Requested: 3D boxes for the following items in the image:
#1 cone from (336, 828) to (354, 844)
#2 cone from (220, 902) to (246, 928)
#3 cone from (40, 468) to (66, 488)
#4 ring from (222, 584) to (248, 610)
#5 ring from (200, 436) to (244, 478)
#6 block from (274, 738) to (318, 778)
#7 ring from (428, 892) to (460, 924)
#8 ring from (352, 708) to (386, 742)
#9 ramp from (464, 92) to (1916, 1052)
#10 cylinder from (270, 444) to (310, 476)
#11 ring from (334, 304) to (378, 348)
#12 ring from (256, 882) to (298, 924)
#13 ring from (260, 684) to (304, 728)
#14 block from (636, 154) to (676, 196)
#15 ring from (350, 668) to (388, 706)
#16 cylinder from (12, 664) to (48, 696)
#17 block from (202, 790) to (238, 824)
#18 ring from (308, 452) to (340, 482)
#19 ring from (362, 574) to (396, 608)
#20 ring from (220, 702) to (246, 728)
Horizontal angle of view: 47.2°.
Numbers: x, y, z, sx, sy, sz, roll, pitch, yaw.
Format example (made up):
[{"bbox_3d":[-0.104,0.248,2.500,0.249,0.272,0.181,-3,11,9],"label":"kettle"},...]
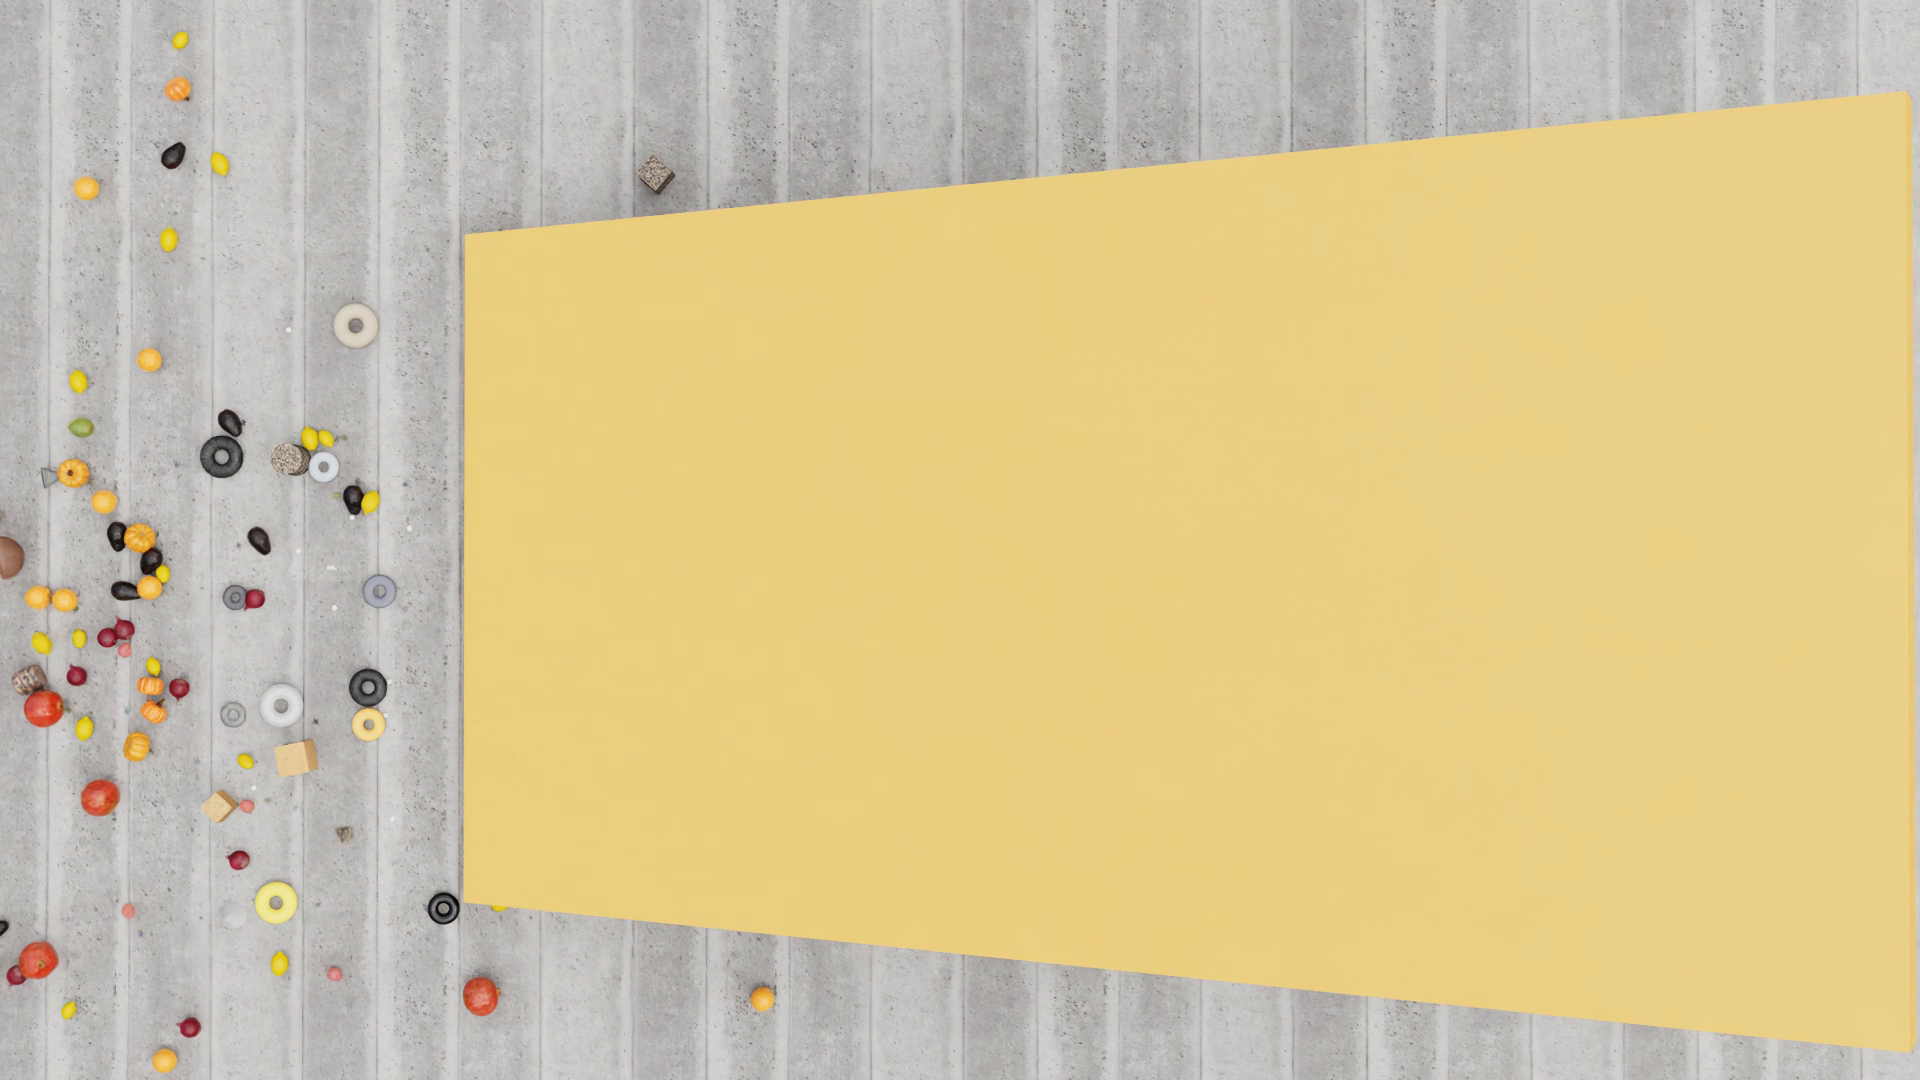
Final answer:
[{"bbox_3d":[-1.872,0.886,6.654,0.051,0.051,0.051,24,89,27],"label":"cone"},{"bbox_3d":[-2.203,1.137,6.622,0.082,0.082,0.082,0,89,0],"label":"cone"},{"bbox_3d":[-2.742,-0.193,6.661,0.067,0.067,0.067,-10,89,-27],"label":"cone"},{"bbox_3d":[-2.194,0.174,6.660,0.077,0.026,0.077,0,89,1],"label":"ring"},{"bbox_3d":[-2.234,-0.252,6.655,0.131,0.044,0.131,0,91,0],"label":"ring"},{"bbox_3d":[-1.998,0.657,6.622,0.092,0.092,0.092,-12,89,0],"label":"block"},{"bbox_3d":[-1.561,1.114,6.647,0.098,0.033,0.098,0,89,-1],"label":"ring"},{"bbox_3d":[-1.789,0.559,6.652,0.101,0.034,0.101,0,91,0],"label":"ring"},{"bbox_3d":[0.269,0.074,5.624,4.000,0.100,2.000,0,89,30],"label":"ramp"},{"bbox_3d":[-2.017,-0.242,6.629,0.094,0.094,0.094,0,89,0],"label":"cylinder"},{"bbox_3d":[-1.829,-0.649,6.658,0.136,0.045,0.136,0,90,-1],"label":"ring"},{"bbox_3d":[-2.066,1.096,6.643,0.127,0.042,0.127,0,89,-1],"label":"ring"},{"bbox_3d":[-2.051,0.501,6.648,0.131,0.044,0.131,0,90,-1],"label":"ring"},{"bbox_3d":[-0.920,-1.104,6.645,0.079,0.079,0.079,41,90,0],"label":"block"},{"bbox_3d":[-1.790,0.447,6.651,0.116,0.039,0.116,0,91,0],"label":"ring"},{"bbox_3d":[-2.807,0.423,6.633,0.073,0.073,0.073,-25,90,0],"label":"cylinder"},{"bbox_3d":[-2.233,0.805,6.633,0.067,0.067,0.067,44,90,0],"label":"block"},{"bbox_3d":[-1.927,-0.221,6.661,0.094,0.031,0.094,0,91,1],"label":"ring"},{"bbox_3d":[-1.757,0.156,6.656,0.103,0.034,0.103,0,89,1],"label":"ring"},{"bbox_3d":[-2.200,0.529,6.656,0.080,0.027,0.080,0,91,0],"label":"ring"}]
